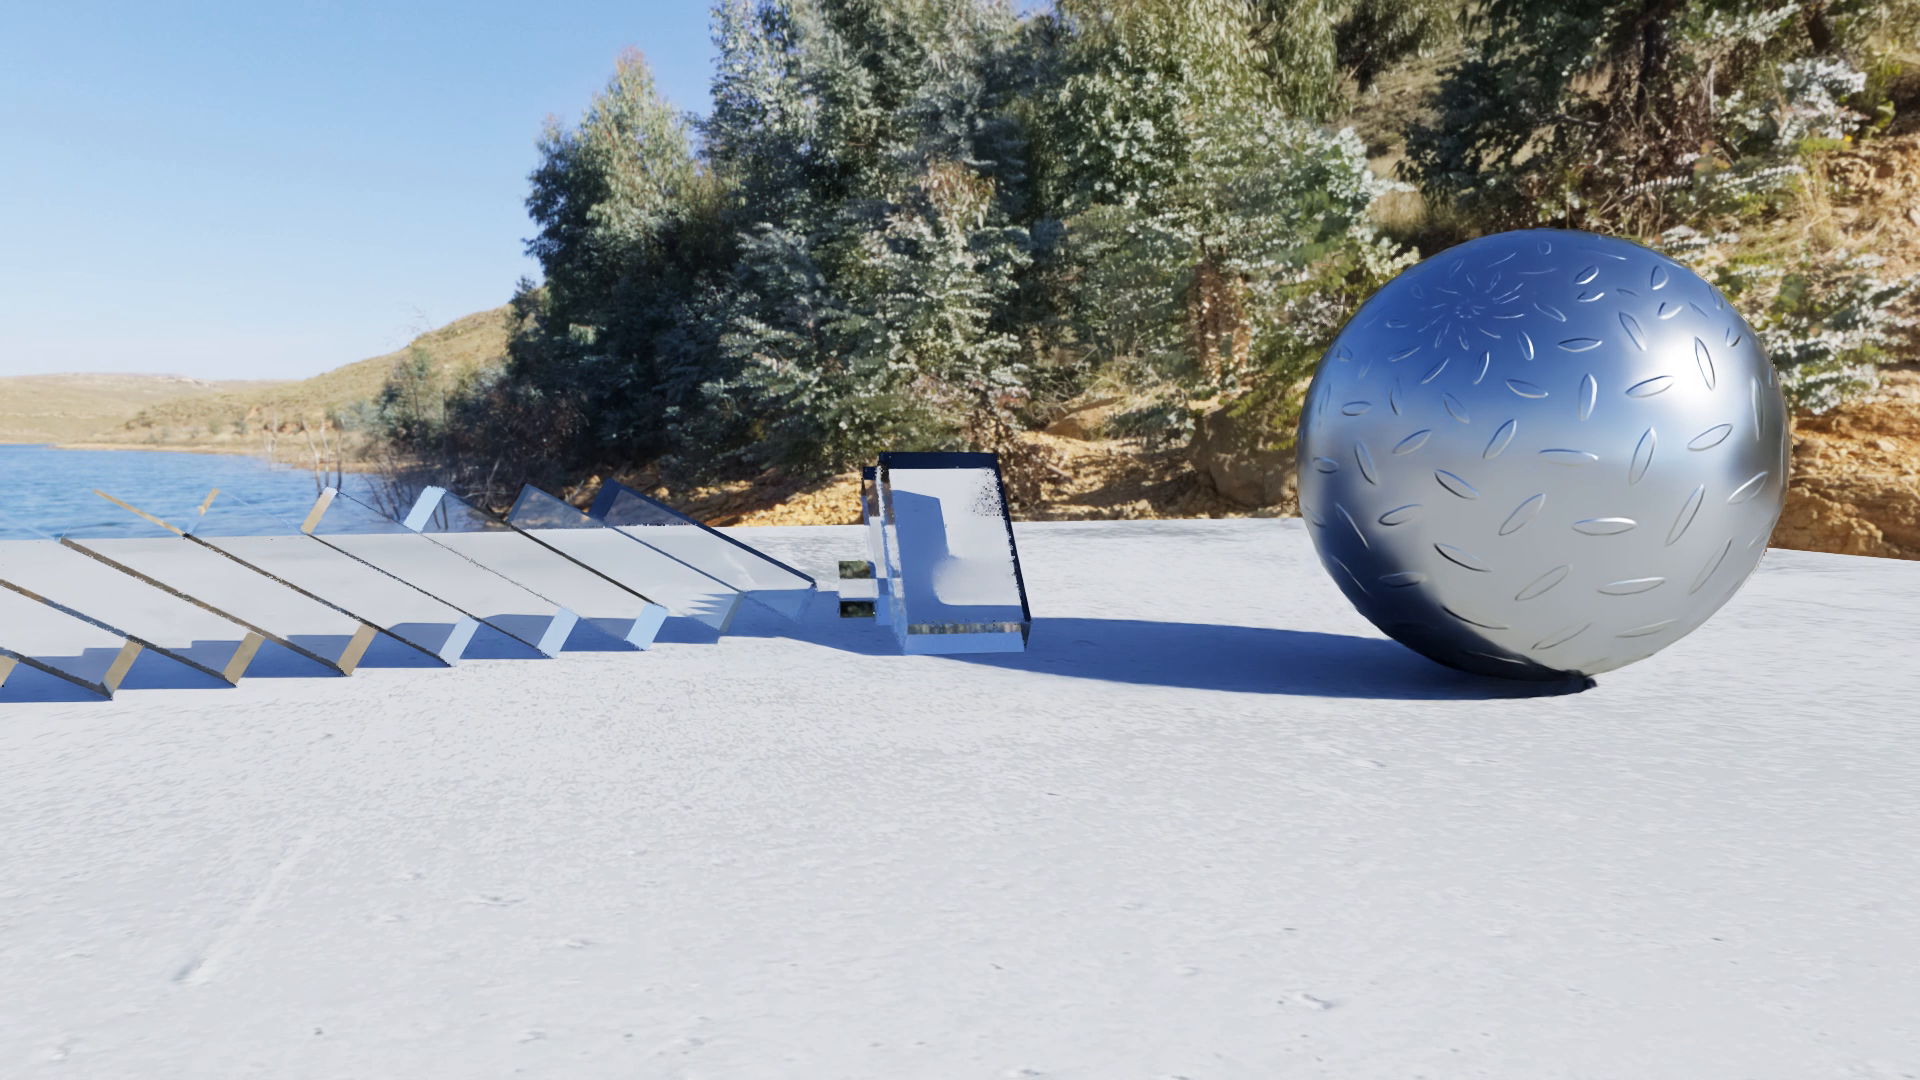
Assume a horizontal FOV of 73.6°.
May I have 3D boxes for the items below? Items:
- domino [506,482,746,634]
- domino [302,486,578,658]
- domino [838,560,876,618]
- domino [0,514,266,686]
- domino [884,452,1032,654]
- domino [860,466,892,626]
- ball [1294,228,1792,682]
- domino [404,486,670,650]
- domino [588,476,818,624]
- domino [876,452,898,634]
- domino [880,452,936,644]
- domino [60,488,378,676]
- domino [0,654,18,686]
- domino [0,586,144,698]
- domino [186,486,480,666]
[{"bbox_3d":[-0.072,0.004,0.278,0.050,0.009,0.025,28,-9,-13],"label":"domino"},{"bbox_3d":[-0.103,0.006,0.254,0.050,0.009,0.025,33,-13,-28],"label":"domino"},{"bbox_3d":[-0.019,0.012,0.340,0.025,0.009,0.050,0,4,-6],"label":"domino"},{"bbox_3d":[-0.149,0.009,0.221,0.050,0.009,0.025,35,-18,-33],"label":"domino"},{"bbox_3d":[-0.002,0.002,0.275,0.025,0.009,0.050,-1,46,-9],"label":"domino"},{"bbox_3d":[-0.010,0.000,0.319,0.025,0.009,0.050,-1,40,-9],"label":"domino"},{"bbox_3d":[0.101,-0.015,0.230,0.080,0.080,0.080,0,4,0],"label":"ball"},{"bbox_3d":[-0.087,0.006,0.264,0.050,0.009,0.025,33,-13,-28],"label":"domino"},{"bbox_3d":[-0.057,0.003,0.290,0.050,0.009,0.025,26,-9,-1],"label":"domino"},{"bbox_3d":[-0.005,0.000,0.303,0.025,0.009,0.050,-1,46,-9],"label":"domino"},{"bbox_3d":[-0.003,0.001,0.289,0.025,0.009,0.050,-1,46,-9],"label":"domino"},{"bbox_3d":[-0.134,0.008,0.234,0.050,0.009,0.025,35,-15,-30],"label":"domino"},{"bbox_3d":[-0.175,0.011,0.194,0.025,0.009,0.050,4,-26,42],"label":"domino"},{"bbox_3d":[-0.163,0.009,0.209,0.050,0.009,0.025,36,-20,-35],"label":"domino"},{"bbox_3d":[-0.119,0.007,0.244,0.050,0.009,0.025,34,-14,-29],"label":"domino"}]
